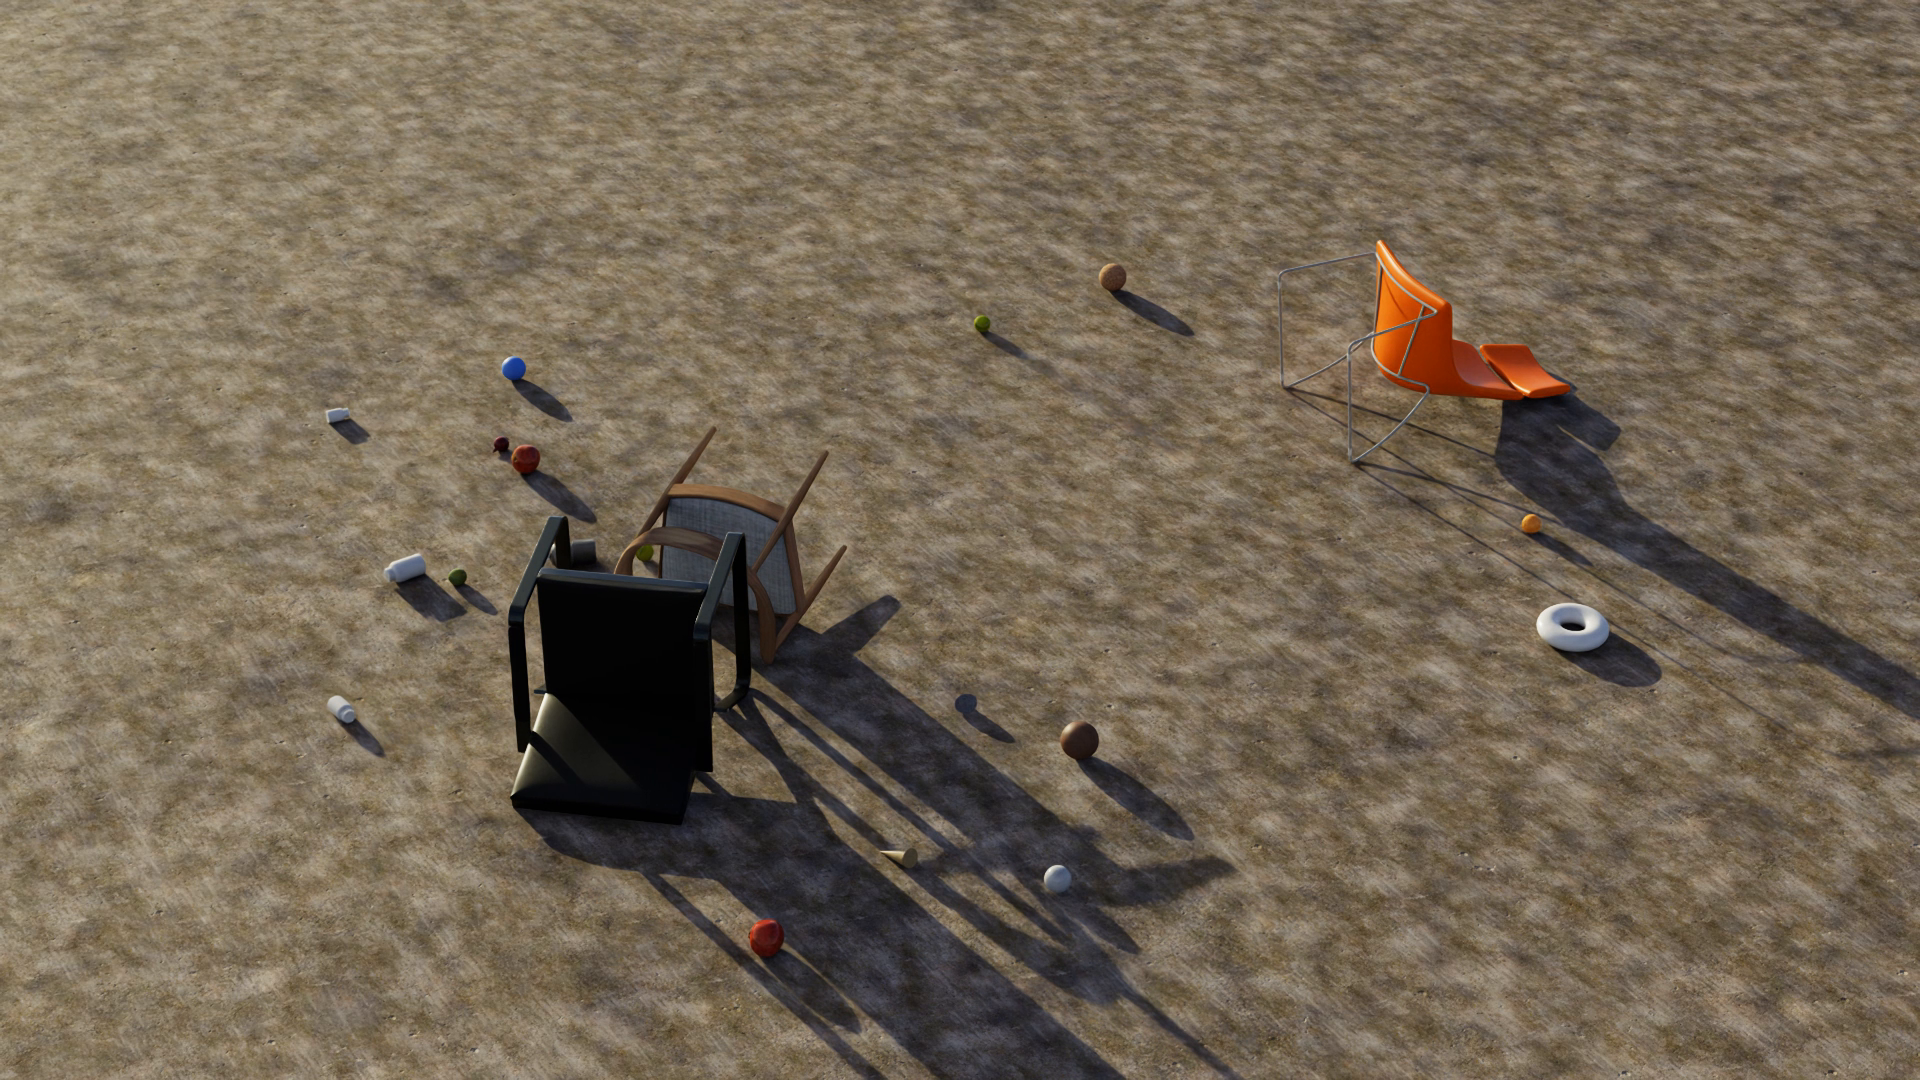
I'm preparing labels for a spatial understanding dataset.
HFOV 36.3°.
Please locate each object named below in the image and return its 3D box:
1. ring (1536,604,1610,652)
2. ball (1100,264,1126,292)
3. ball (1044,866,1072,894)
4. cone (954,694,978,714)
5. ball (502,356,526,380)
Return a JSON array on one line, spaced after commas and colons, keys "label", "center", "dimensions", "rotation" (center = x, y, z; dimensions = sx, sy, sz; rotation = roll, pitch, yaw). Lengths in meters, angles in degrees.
[{"label": "ring", "center": [2.177, 0.310, 10.414], "dimensions": [0.256, 0.067, 0.258], "rotation": [-1, 34, 0]}, {"label": "ball", "center": [0.654, -1.124, 12.543], "dimensions": [0.118, 0.118, 0.118], "rotation": [0, 33, 0]}, {"label": "ball", "center": [0.309, 1.069, 9.242], "dimensions": [0.088, 0.088, 0.088], "rotation": [0, 33, 0]}, {"label": "cone", "center": [0.015, 0.557, 10.072], "dimensions": [0.080, 0.067, 0.063], "rotation": [-14, 7, -9]}, {"label": "ball", "center": [-1.813, -0.697, 11.913], "dimensions": [0.098, 0.098, 0.098], "rotation": [0, 33, 0]}]
